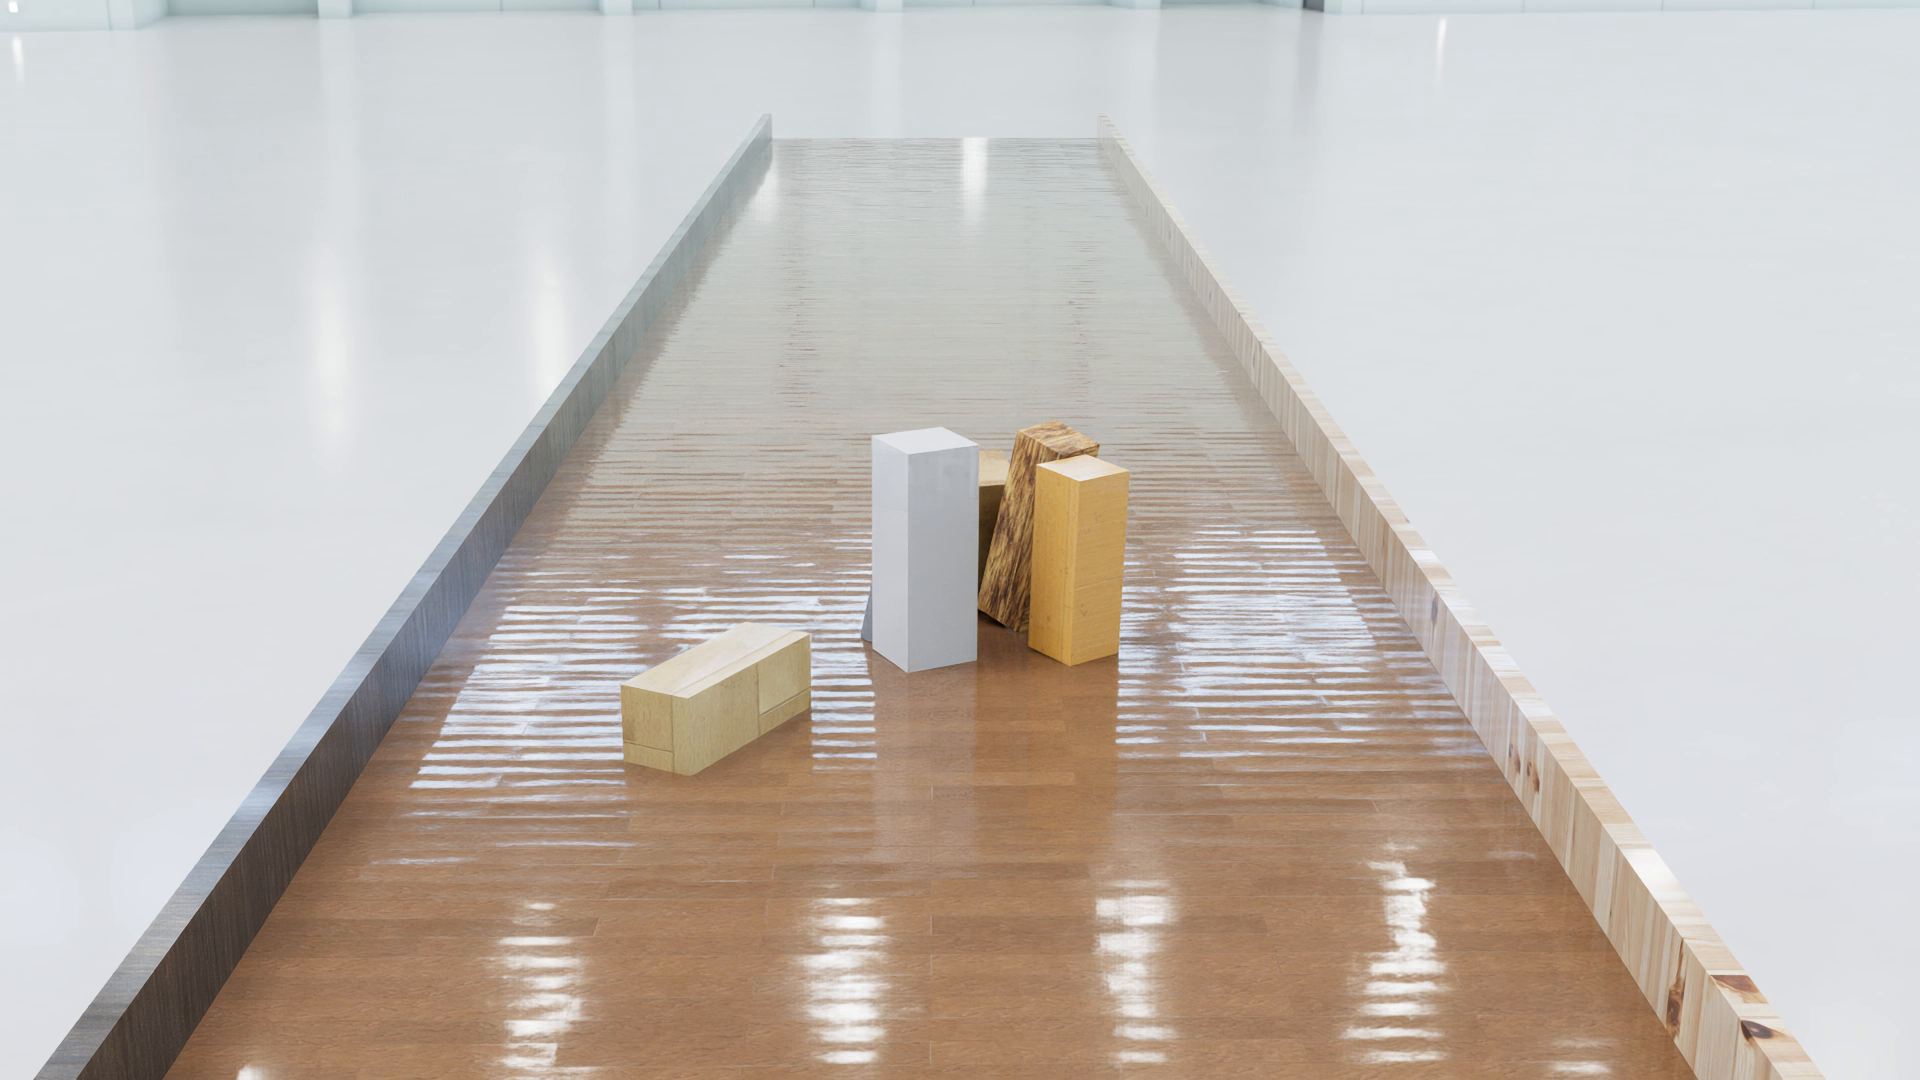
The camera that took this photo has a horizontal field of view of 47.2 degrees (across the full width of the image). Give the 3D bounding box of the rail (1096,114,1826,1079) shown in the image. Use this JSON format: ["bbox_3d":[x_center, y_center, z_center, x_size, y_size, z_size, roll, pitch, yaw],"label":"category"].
[{"bbox_3d":[0.932,-0.844,7.801,0.050,0.150,12.000,0,17,-1],"label":"rail"}]

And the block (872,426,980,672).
[{"bbox_3d":[-0.070,0.018,4.377,0.156,0.447,0.156,-9,20,-27],"label":"block"}]

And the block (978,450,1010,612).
[{"bbox_3d":[0.028,-0.016,4.670,0.130,0.324,0.130,-5,36,-16],"label":"block"}]

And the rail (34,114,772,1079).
[{"bbox_3d":[-1.118,-0.838,7.780,0.050,0.150,12.000,0,17,-1],"label":"rail"}]

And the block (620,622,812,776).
[{"bbox_3d":[-0.439,0.284,4.016,0.145,0.145,0.392,9,19,27],"label":"block"}]

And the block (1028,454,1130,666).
[{"bbox_3d":[0.236,0.039,4.405,0.130,0.386,0.130,-13,24,-36],"label":"block"}]

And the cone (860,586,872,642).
[{"bbox_3d":[-0.139,0.041,4.519,0.130,0.323,0.130,1,16,0],"label":"cone"}]

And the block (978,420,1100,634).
[{"bbox_3d":[0.160,-0.027,4.556,0.121,0.417,0.121,31,32,32],"label":"block"}]
